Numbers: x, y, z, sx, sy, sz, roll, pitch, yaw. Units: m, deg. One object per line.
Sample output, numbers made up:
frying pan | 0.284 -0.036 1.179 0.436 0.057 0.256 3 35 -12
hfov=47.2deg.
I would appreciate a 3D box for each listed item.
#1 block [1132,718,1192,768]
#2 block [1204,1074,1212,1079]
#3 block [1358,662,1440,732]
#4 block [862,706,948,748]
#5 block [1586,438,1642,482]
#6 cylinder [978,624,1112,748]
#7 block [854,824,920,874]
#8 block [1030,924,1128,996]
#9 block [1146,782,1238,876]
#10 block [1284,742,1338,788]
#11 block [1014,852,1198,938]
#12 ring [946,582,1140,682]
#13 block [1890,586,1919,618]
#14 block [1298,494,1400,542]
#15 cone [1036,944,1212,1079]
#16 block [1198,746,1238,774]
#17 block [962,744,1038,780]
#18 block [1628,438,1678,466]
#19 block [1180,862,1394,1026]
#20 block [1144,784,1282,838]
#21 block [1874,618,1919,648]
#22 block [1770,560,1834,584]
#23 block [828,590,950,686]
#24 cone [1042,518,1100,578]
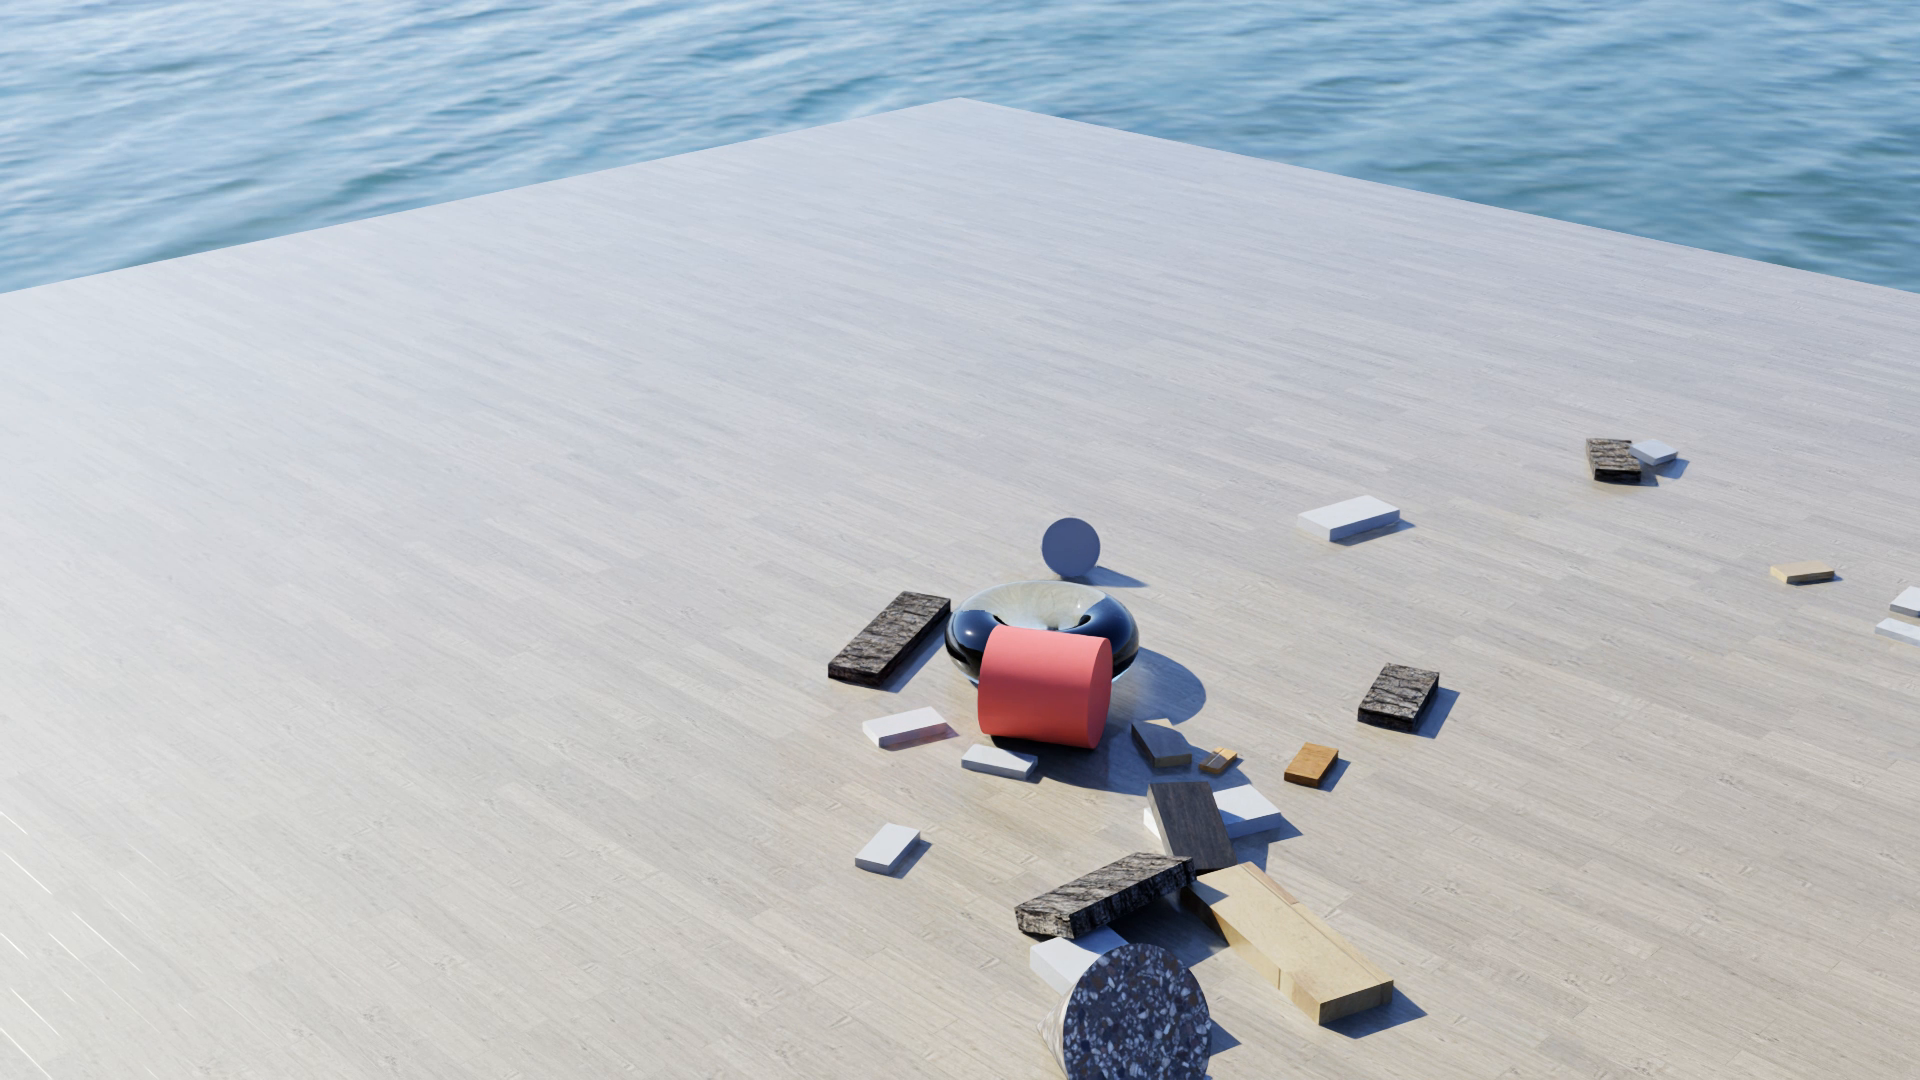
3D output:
block | 0.431 0.434 4.708 0.082 0.023 0.164 -5 24 -12
block | 0.357 0.887 3.650 0.113 0.016 0.056 21 31 40
block | 0.977 0.349 4.895 0.122 0.035 0.244 10 25 23
block | -0.120 0.405 4.776 0.164 0.023 0.082 -11 25 -24
block | 1.856 -0.228 6.252 0.125 0.035 0.250 4 23 8
cylinder | 0.184 0.314 4.716 0.238 0.238 0.238 7 24 15
block | -0.141 0.604 4.311 0.072 0.021 0.145 10 25 22
block | 0.275 0.784 3.856 0.157 0.044 0.314 -13 26 -29
block | 0.454 0.569 4.296 0.122 0.035 0.244 -1 36 -11
block | 0.739 0.472 4.621 0.072 0.021 0.145 11 25 24
block | 0.272 0.657 4.084 0.314 0.044 0.157 -17 8 -36
ring | 0.188 0.223 5.047 0.448 0.149 0.448 0 22 0
block | 2.333 0.151 5.379 0.068 0.019 0.137 19 29 37
block | 1.035 -0.059 5.855 0.250 0.035 0.125 -15 27 -31
cone | 0.209 0.819 3.660 0.297 0.297 0.297 -16 1 -33
block | 0.546 0.466 4.646 0.045 0.013 0.090 14 27 30
block | 0.083 0.467 4.633 0.145 0.021 0.072 9 25 21
block | 1.976 -0.250 6.268 0.082 0.023 0.164 33 29 31
block | 0.586 0.725 3.995 0.157 0.044 0.443 -11 25 -25
block | 0.506 0.556 4.406 0.244 0.035 0.122 -10 25 -22
block | 2.249 0.223 5.210 0.068 0.019 0.137 -21 30 -40
block | 2.125 0.080 5.548 0.137 0.019 0.068 -6 24 -14
block | -0.162 0.228 5.178 0.125 0.035 0.437 9 25 20
cone | 0.271 0.024 5.617 0.151 0.151 0.151 -3 -3 -7
